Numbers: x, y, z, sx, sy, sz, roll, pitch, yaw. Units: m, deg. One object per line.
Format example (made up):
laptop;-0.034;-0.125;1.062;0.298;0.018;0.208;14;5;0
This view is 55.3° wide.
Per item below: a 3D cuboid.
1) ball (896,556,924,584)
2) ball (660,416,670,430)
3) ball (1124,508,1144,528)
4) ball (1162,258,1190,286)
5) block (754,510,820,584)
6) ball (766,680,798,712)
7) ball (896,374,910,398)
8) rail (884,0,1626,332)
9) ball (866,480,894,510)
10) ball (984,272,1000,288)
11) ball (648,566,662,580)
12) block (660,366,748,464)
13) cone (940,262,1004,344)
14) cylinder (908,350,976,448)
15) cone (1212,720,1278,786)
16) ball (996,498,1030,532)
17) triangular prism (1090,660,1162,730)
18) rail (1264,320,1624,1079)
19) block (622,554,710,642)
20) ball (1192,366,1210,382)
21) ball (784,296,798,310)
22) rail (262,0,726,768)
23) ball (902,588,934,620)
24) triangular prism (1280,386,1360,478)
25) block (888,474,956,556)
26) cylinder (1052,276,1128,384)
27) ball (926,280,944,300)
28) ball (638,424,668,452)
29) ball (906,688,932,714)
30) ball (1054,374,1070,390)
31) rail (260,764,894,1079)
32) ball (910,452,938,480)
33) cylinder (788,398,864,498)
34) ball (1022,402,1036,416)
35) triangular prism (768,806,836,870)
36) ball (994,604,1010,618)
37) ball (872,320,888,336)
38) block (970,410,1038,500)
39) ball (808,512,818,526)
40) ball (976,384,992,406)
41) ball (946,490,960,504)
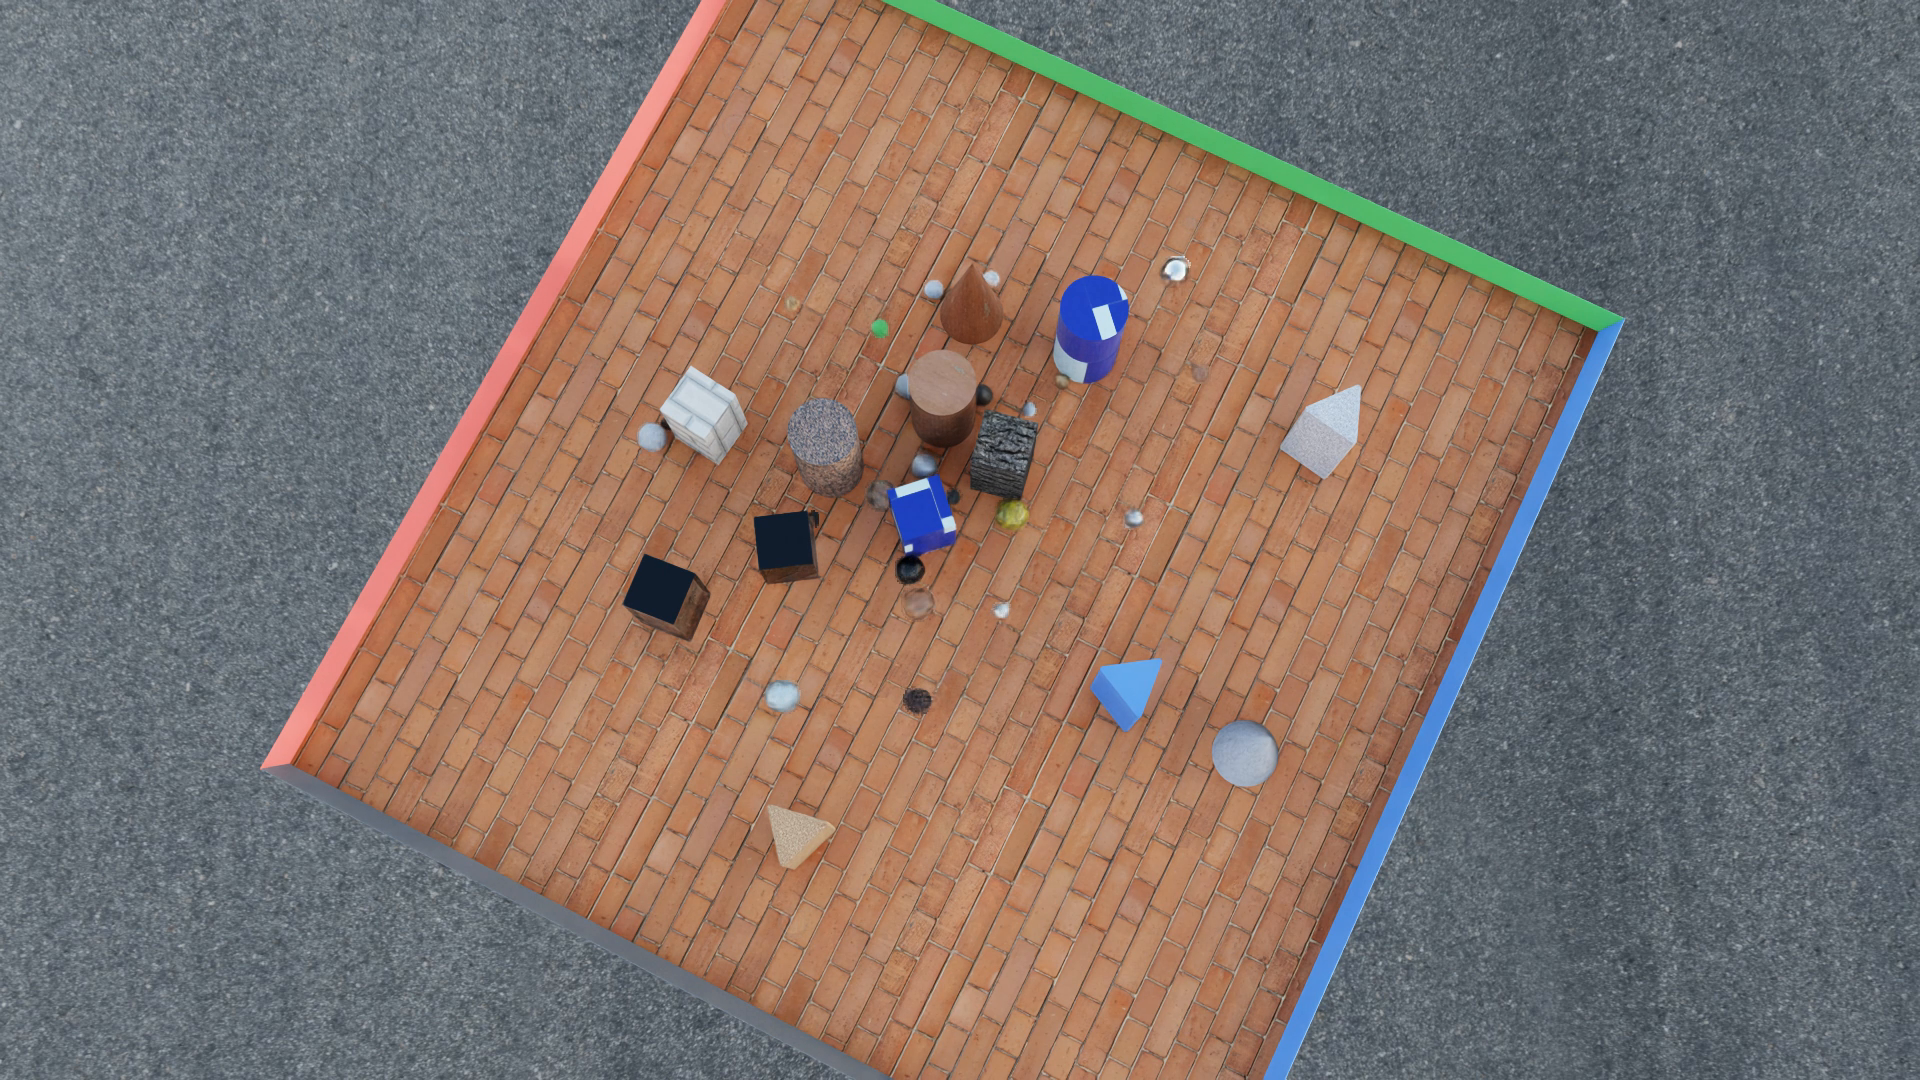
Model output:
ball;-0.150;0.091;5.554;0.086;0.086;0.086;0;78;0
ball;-0.899;-0.364;5.666;0.052;0.052;0.052;0;78;0
ball;0.531;-0.066;5.601;0.057;0.057;0.057;0;78;0
ball;0.675;-0.840;5.745;0.090;0.090;0.090;0;78;0
block;-0.518;0.025;5.489;0.160;0.240;0.160;-7;78;-1
ball;-0.532;0.466;5.469;0.100;0.100;0.100;0;78;0
ball;-0.162;-0.477;5.677;0.074;0.074;0.074;0;78;0
rail;0.673;-1.312;5.821;3.039;0.130;0.045;26;80;5
ball;-0.241;-0.138;5.598;0.091;0.091;0.091;0;78;0
ball;0.097;-0.820;5.761;0.051;0.051;0.051;0;78;0
ball;-0.929;0.102;5.574;0.042;0.042;0.042;0;78;0
block;-0.769;-0.371;5.529;0.160;0.323;0.160;33;80;6
cone;0.037;-0.757;5.537;0.200;0.463;0.200;0;78;0
cylinder;-0.051;-0.421;5.514;0.200;0.372;0.200;0;78;0
cone;0.854;0.590;5.252;0.200;0.474;0.200;0;78;0
ball;0.161;-0.077;5.582;0.099;0.099;0.099;0;78;0
triangular prism;0.504;0.421;5.315;0.150;0.421;0.173;-37;81;-7
rail;1.338;0.662;5.412;0.045;0.130;3.058;26;80;5
block;-0.861;0.175;5.406;0.160;0.341;0.160;21;79;4
ball;0.749;-0.517;5.697;0.052;0.052;0.052;0;78;0
ball;-0.527;-0.741;5.748;0.044;0.044;0.044;0;78;0
rail;-1.338;-0.648;5.684;0.045;0.130;3.058;26;80;5
ball;-0.126;0.192;5.527;0.098;0.098;0.098;0;78;0
triangular prism;1.104;-0.341;5.465;0.173;0.435;0.150;36;81;7
block;-0.113;-0.067;5.491;0.160;0.274;0.160;-18;79;-4
cylinder;0.390;-0.629;5.527;0.200;0.431;0.200;0;78;0
ball;-0.080;-0.786;5.749;0.060;0.060;0.060;0;78;0
ball;-0.945;-0.315;5.637;0.088;0.088;0.088;0;78;0
ball;-0.125;0.480;5.478;0.077;0.077;0.077;0;78;0
ball;0.319;-0.492;5.694;0.049;0.049;0.049;0;78;0
rail;-0.673;1.325;5.275;3.039;0.130;0.045;26;80;5
ball;-0.111;-0.227;5.622;0.081;0.081;0.081;0;78;0
cylinder;-0.396;-0.270;5.463;0.200;0.410;0.200;0;78;0
ball;0.214;-0.405;5.679;0.042;0.042;0.042;0;78;0
triangular prism;-0.484;0.828;5.272;0.173;0.338;0.150;-43;81;-8
ball;0.127;0.215;5.548;0.048;0.048;0.048;0;78;0
ball;-0.251;-0.664;5.727;0.053;0.053;0.053;0;78;0
block;0.130;-0.249;5.485;0.160;0.358;0.160;15;79;3
ball;-0.456;-0.063;5.608;0.042;0.042;0.042;0;78;0
ball;0.069;-0.447;5.675;0.067;0.067;0.067;0;78;0
ball;-0.021;-0.130;5.621;0.044;0.044;0.044;0;78;0
